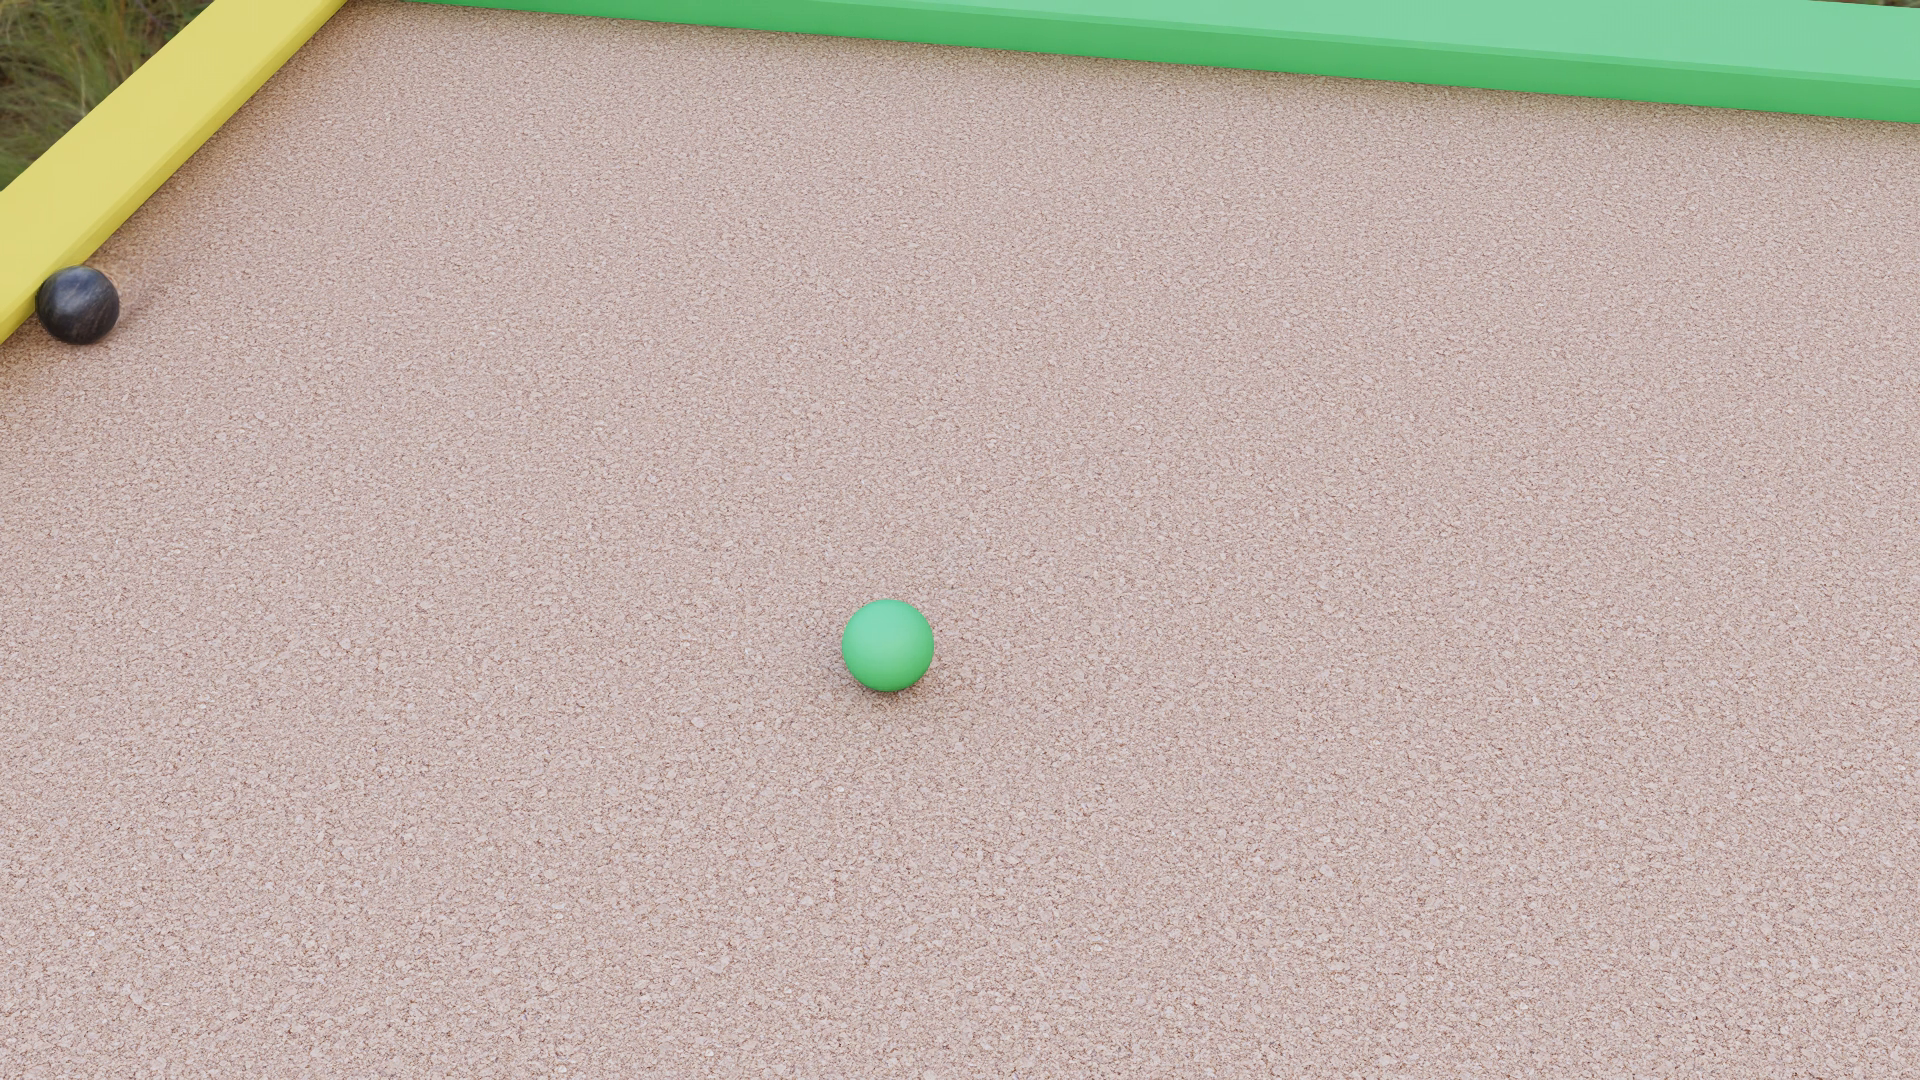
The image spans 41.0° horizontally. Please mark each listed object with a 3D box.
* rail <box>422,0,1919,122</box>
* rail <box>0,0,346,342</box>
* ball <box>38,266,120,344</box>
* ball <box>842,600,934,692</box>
[{"bbox_3d":[1.060,-0.452,2.544,3.568,0.120,0.045,6,35,9],"label":"rail"},{"bbox_3d":[-0.852,-0.121,2.061,0.045,0.120,1.942,6,35,9],"label":"rail"},{"bbox_3d":[-0.766,-0.204,2.230,0.068,0.068,0.068,0,34,0],"label":"ball"},{"bbox_3d":[-0.051,0.075,1.825,0.066,0.066,0.066,0,34,0],"label":"ball"}]
